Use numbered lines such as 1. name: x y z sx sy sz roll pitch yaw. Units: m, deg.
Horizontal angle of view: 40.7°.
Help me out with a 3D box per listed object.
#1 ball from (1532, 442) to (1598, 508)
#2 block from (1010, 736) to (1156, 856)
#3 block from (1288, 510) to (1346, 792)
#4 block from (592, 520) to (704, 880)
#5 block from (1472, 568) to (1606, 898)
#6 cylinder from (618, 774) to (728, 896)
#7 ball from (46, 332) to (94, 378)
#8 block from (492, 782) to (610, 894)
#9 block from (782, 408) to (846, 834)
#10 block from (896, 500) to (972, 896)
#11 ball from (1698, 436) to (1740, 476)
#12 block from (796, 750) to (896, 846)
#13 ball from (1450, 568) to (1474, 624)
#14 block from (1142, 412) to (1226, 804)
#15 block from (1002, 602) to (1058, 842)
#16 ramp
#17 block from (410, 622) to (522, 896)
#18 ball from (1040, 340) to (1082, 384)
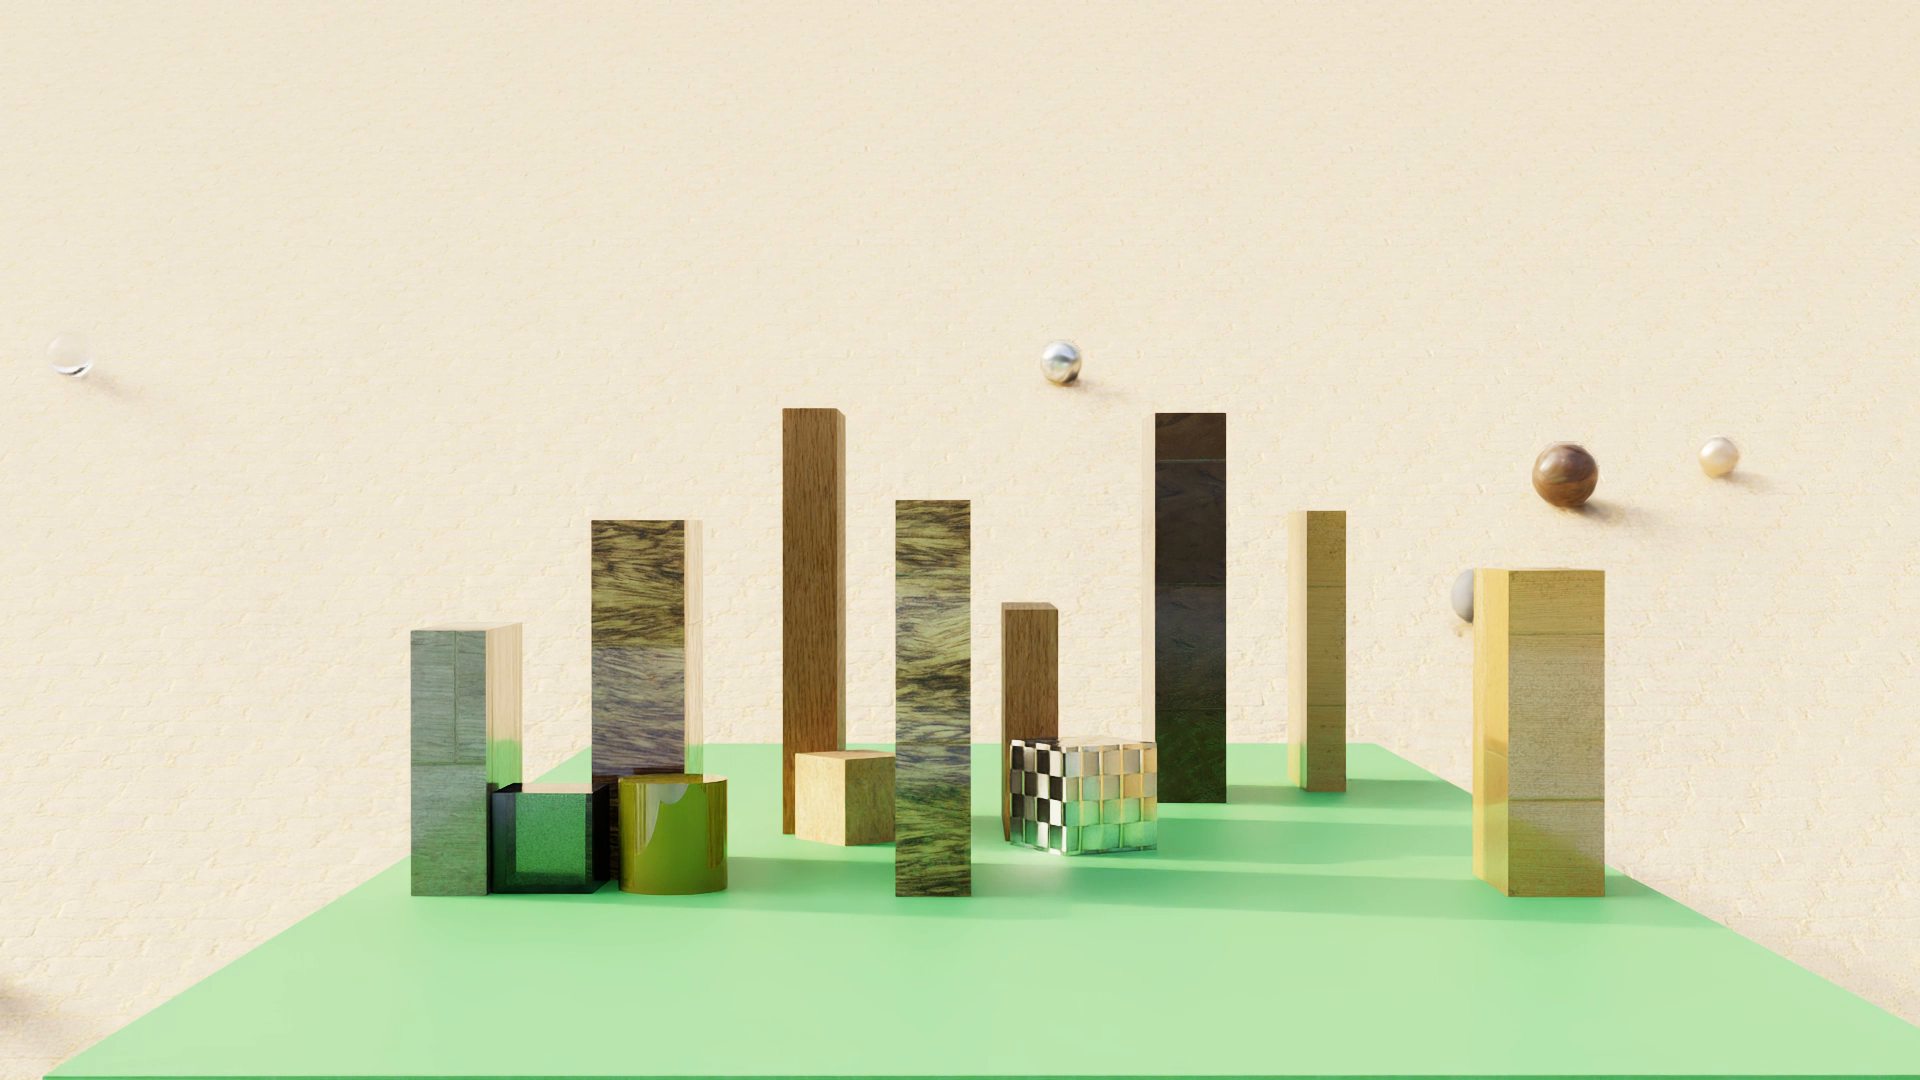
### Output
1. ball: 1.850 -0.198 7.904 0.199 0.199 0.199 0 29 0
2. block: 0.213 0.441 4.490 0.185 0.185 0.185 0 0 -30
3. block: 0.767 0.232 5.567 0.083 0.590 0.308 0 0 0
4. block: -0.508 0.251 4.226 0.147 0.568 0.300 0 0 0
5. block: 0.897 0.290 4.018 0.146 0.491 0.264 0 0 0
6. cylinder: -0.443 0.453 3.994 0.169 0.169 0.169 0 0 0
7. ball: -2.999 -0.625 8.720 0.154 0.154 0.154 0 29 0
8. block: -0.632 0.460 4.003 0.153 0.153 0.153 0 0 2
9. block: -0.272 0.146 4.862 0.099 0.771 0.368 0 0 0
10. block: -0.041 0.237 4.087 0.114 0.598 0.394 0 0 0
11. ball: 2.375 -0.261 8.093 0.124 0.124 0.124 0 29 0
12. block: -0.188 0.458 4.611 0.151 0.151 0.151 0 0 -38
13. ball: 1.467 0.158 7.297 0.163 0.163 0.163 0 29 0
14. block: 0.464 0.135 5.388 0.144 0.786 0.374 0 0 0
15. block: 0.127 0.327 4.787 0.094 0.410 0.426 0 0 0
16. ramp: 0.065 0.583 4.630 2.000 0.100 4.000 0 0 0
17. block: -0.772 0.336 4.066 0.114 0.401 0.329 0 0 0
18. ball: 0.339 -0.596 8.678 0.144 0.144 0.144 0 29 0
